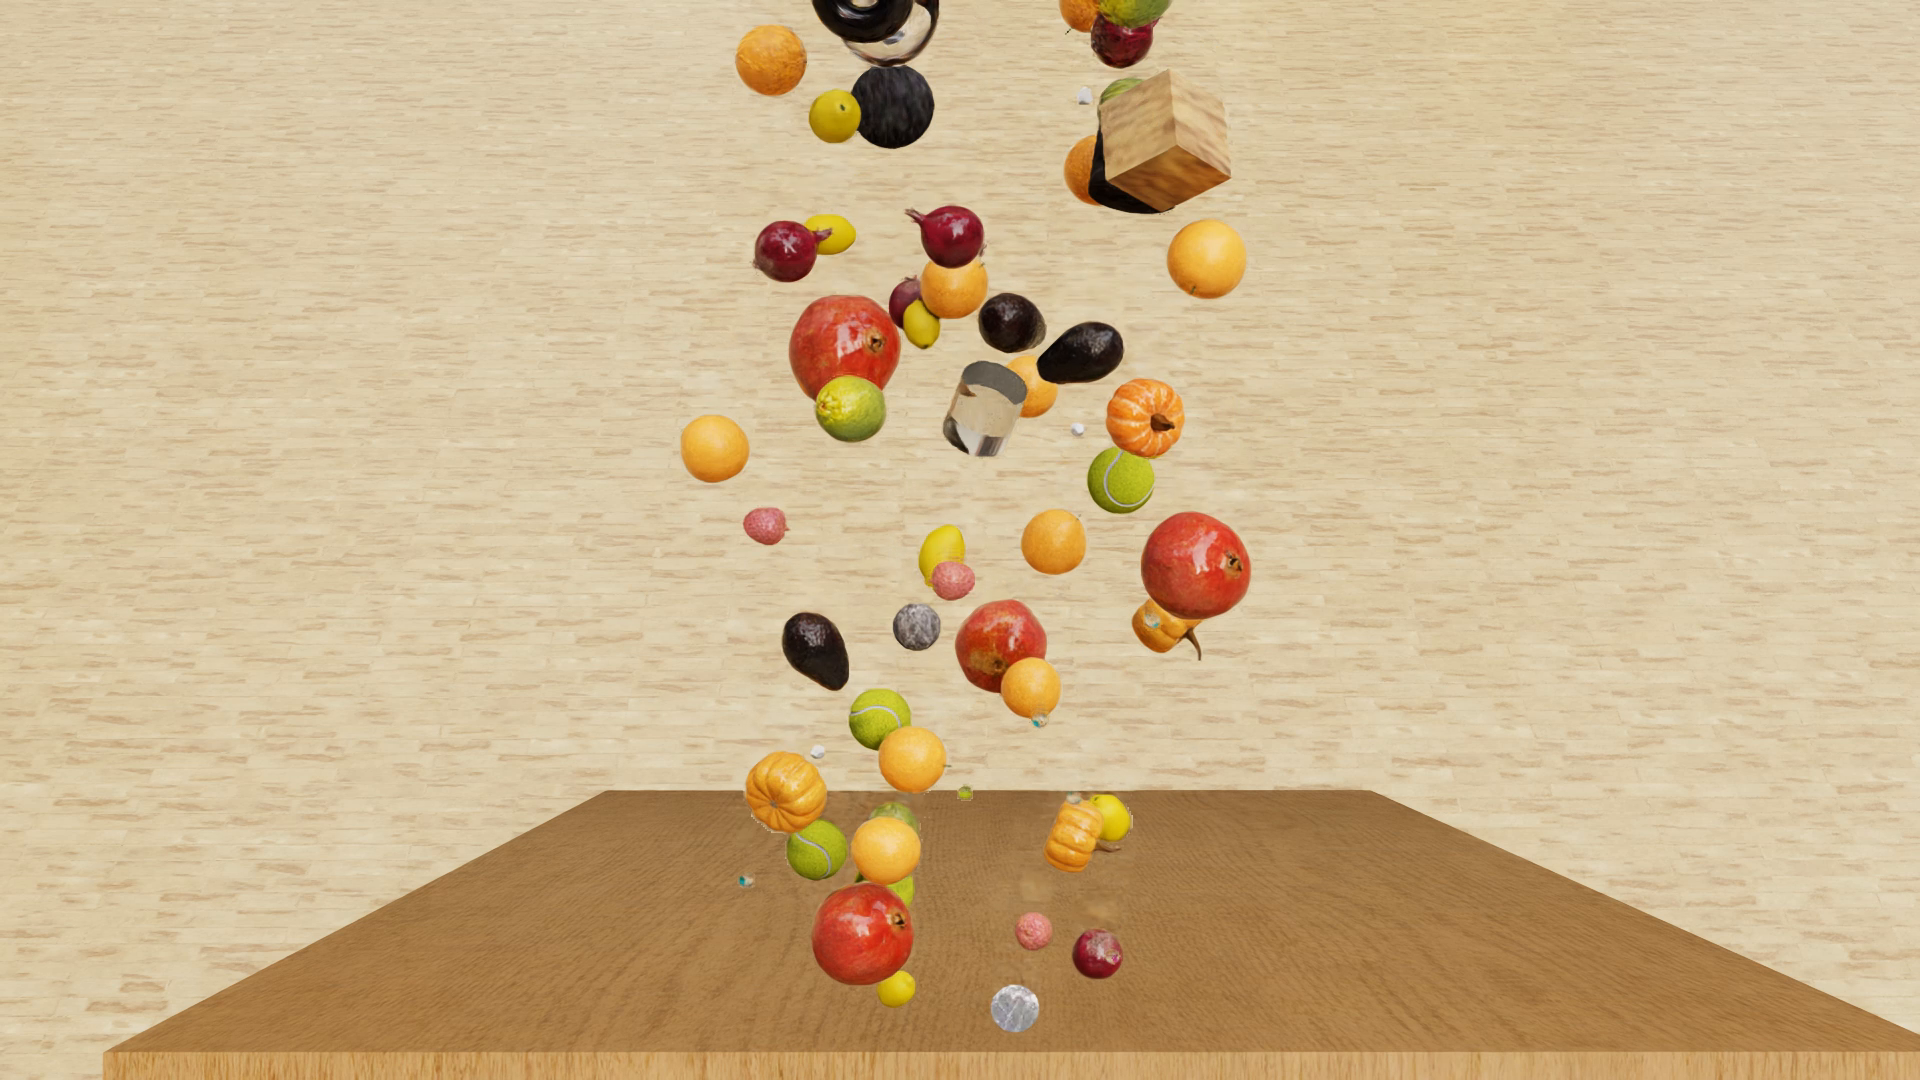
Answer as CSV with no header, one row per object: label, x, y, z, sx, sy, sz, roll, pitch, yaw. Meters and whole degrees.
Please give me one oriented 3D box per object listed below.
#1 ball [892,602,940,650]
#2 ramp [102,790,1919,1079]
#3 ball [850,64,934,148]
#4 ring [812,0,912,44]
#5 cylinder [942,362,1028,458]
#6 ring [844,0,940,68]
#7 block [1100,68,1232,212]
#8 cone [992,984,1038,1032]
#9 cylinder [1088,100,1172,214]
ball,-0.049,0.097,2.915,0.054,0.054,0.054,0,34,0
ramp,0.075,0.653,4.797,2.000,0.100,4.000,0,-1,0
ball,-0.072,-0.458,2.737,0.090,0.090,0.090,0,34,0
ring,-0.091,-0.514,2.426,0.101,0.101,0.034,10,17,15
cylinder,0.028,-0.147,2.915,0.077,0.077,0.077,14,39,-11
ring,-0.071,-0.526,2.576,0.114,0.114,0.038,-19,26,-25
block,0.184,-0.358,2.329,0.080,0.080,0.080,-23,60,37
cone,0.062,0.538,2.951,0.054,0.054,0.054,0,67,0
cylinder,0.181,-0.389,2.626,0.090,0.090,0.090,7,77,10
